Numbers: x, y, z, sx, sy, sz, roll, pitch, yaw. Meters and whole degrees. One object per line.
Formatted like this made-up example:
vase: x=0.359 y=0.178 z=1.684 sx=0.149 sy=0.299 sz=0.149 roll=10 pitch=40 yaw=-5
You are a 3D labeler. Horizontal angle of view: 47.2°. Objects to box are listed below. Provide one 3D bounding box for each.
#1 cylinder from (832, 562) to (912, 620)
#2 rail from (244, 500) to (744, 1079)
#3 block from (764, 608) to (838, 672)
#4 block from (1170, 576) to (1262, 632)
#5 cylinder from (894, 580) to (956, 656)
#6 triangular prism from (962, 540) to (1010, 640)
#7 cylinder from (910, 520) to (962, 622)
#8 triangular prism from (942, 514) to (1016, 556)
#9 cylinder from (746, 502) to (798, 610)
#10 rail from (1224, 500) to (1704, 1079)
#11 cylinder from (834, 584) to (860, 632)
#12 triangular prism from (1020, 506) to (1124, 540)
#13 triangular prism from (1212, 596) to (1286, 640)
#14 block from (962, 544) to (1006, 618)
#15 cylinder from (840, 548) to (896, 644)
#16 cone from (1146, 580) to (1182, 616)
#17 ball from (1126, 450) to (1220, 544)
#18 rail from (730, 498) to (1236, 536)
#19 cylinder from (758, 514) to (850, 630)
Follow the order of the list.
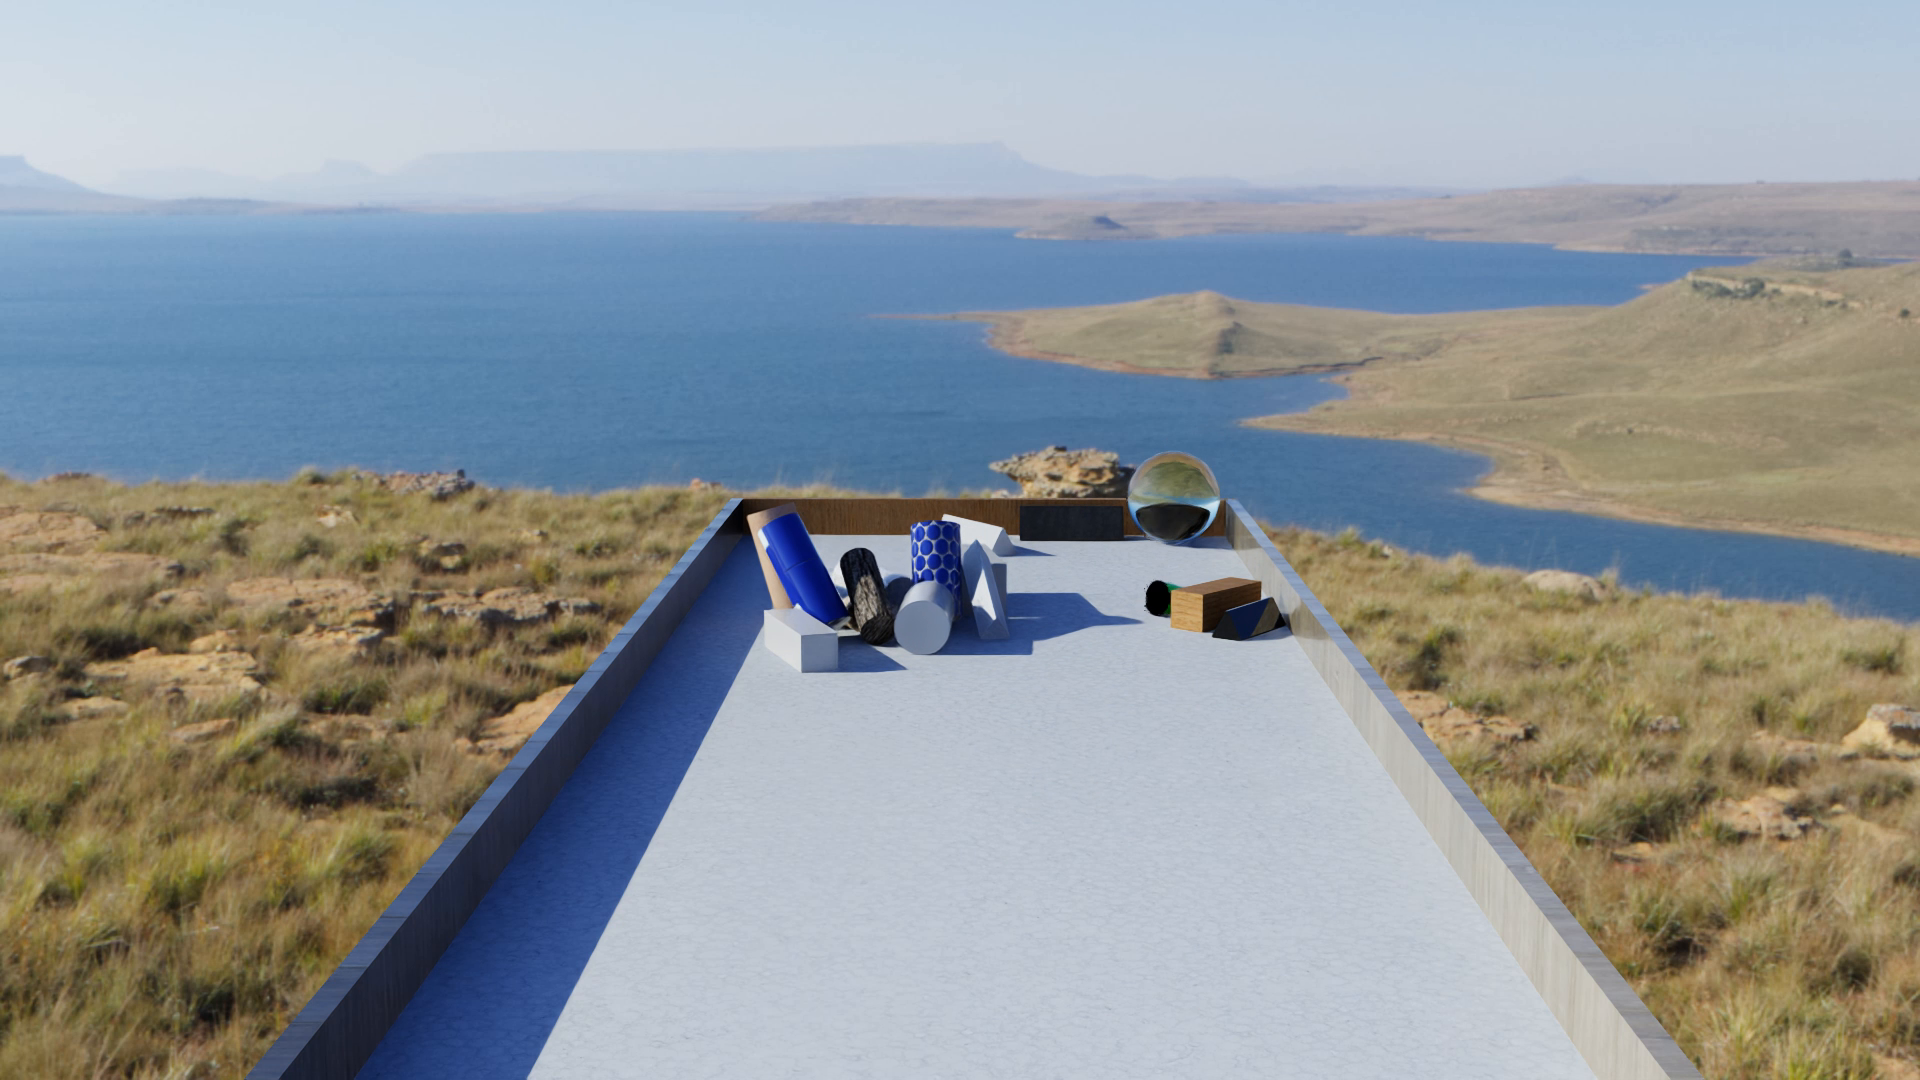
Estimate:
cylinder: x=-0.286 y=0.164 z=7.505 sx=0.147 sy=0.147 sz=0.450 roll=-4 pitch=10 yaw=-24
rail: x=-1.004 y=0.839 z=3.234 sx=0.050 sy=0.150 sz=12.000 roll=0 pitch=9 yaw=1
block: x=-0.488 y=0.304 z=6.724 sx=0.114 sy=0.114 sz=0.415 roll=-3 pitch=10 yaw=-20
block: x=0.848 y=0.212 z=7.267 sx=0.126 sy=0.126 sz=0.336 roll=8 pitch=12 yaw=41
cylinder: x=-0.108 y=0.243 z=6.927 sx=0.172 sy=0.172 sz=0.345 roll=0 pitch=9 yaw=3
triangular prism: x=0.083 y=0.156 z=7.168 sx=0.095 sy=0.082 sz=0.444 roll=-2 pitch=35 yaw=-9
cylinder: x=-0.077 y=0.105 z=7.236 sx=0.165 sy=0.308 sz=0.165 roll=-1 pitch=-13 yaw=0
triangular prism: x=0.054 y=-0.023 z=8.790 sx=0.126 sy=0.109 sz=0.442 roll=-5 pitch=11 yaw=-31
cylinder: x=-0.569 y=0.077 z=7.224 sx=0.163 sy=0.375 sz=0.163 roll=-17 pitch=2 yaw=1
rail: x=1.046 y=0.843 z=3.208 sx=0.050 sy=0.150 sz=12.000 roll=0 pitch=9 yaw=1
cylinder: x=-0.385 y=0.217 z=7.274 sx=0.114 sy=0.114 sz=0.360 roll=-4 pitch=10 yaw=-24
triangular prism: x=0.458 y=-0.076 z=9.042 sx=0.425 sy=0.132 sz=0.153 roll=0 pitch=9 yaw=1
triangular prism: x=0.938 y=0.250 z=7.123 sx=0.105 sy=0.091 sz=0.305 roll=6 pitch=11 yaw=35
block: x=0.035 y=0.137 z=7.578 sx=0.178 sy=0.178 sz=0.437 roll=-1 pitch=9 yaw=-9
cylinder: x=-0.294 y=0.177 z=7.021 sx=0.118 sy=0.118 sz=0.347 roll=-2 pitch=38 yaw=-15
cone: x=0.813 y=0.208 z=7.508 sx=0.376 sy=0.121 sz=0.121 roll=5 pitch=4 yaw=-37
ball: x=0.864 y=-0.173 z=8.905 sx=0.375 sy=0.375 sz=0.375 roll=0 pitch=9 yaw=0
rail: x=0.099 y=-0.098 z=9.147 sx=2.100 sy=0.150 sz=0.050 roll=0 pitch=9 yaw=1
cylinder: x=-0.498 y=0.115 z=7.024 sx=0.149 sy=0.379 sz=0.149 roll=-26 pitch=-14 yaw=-7
